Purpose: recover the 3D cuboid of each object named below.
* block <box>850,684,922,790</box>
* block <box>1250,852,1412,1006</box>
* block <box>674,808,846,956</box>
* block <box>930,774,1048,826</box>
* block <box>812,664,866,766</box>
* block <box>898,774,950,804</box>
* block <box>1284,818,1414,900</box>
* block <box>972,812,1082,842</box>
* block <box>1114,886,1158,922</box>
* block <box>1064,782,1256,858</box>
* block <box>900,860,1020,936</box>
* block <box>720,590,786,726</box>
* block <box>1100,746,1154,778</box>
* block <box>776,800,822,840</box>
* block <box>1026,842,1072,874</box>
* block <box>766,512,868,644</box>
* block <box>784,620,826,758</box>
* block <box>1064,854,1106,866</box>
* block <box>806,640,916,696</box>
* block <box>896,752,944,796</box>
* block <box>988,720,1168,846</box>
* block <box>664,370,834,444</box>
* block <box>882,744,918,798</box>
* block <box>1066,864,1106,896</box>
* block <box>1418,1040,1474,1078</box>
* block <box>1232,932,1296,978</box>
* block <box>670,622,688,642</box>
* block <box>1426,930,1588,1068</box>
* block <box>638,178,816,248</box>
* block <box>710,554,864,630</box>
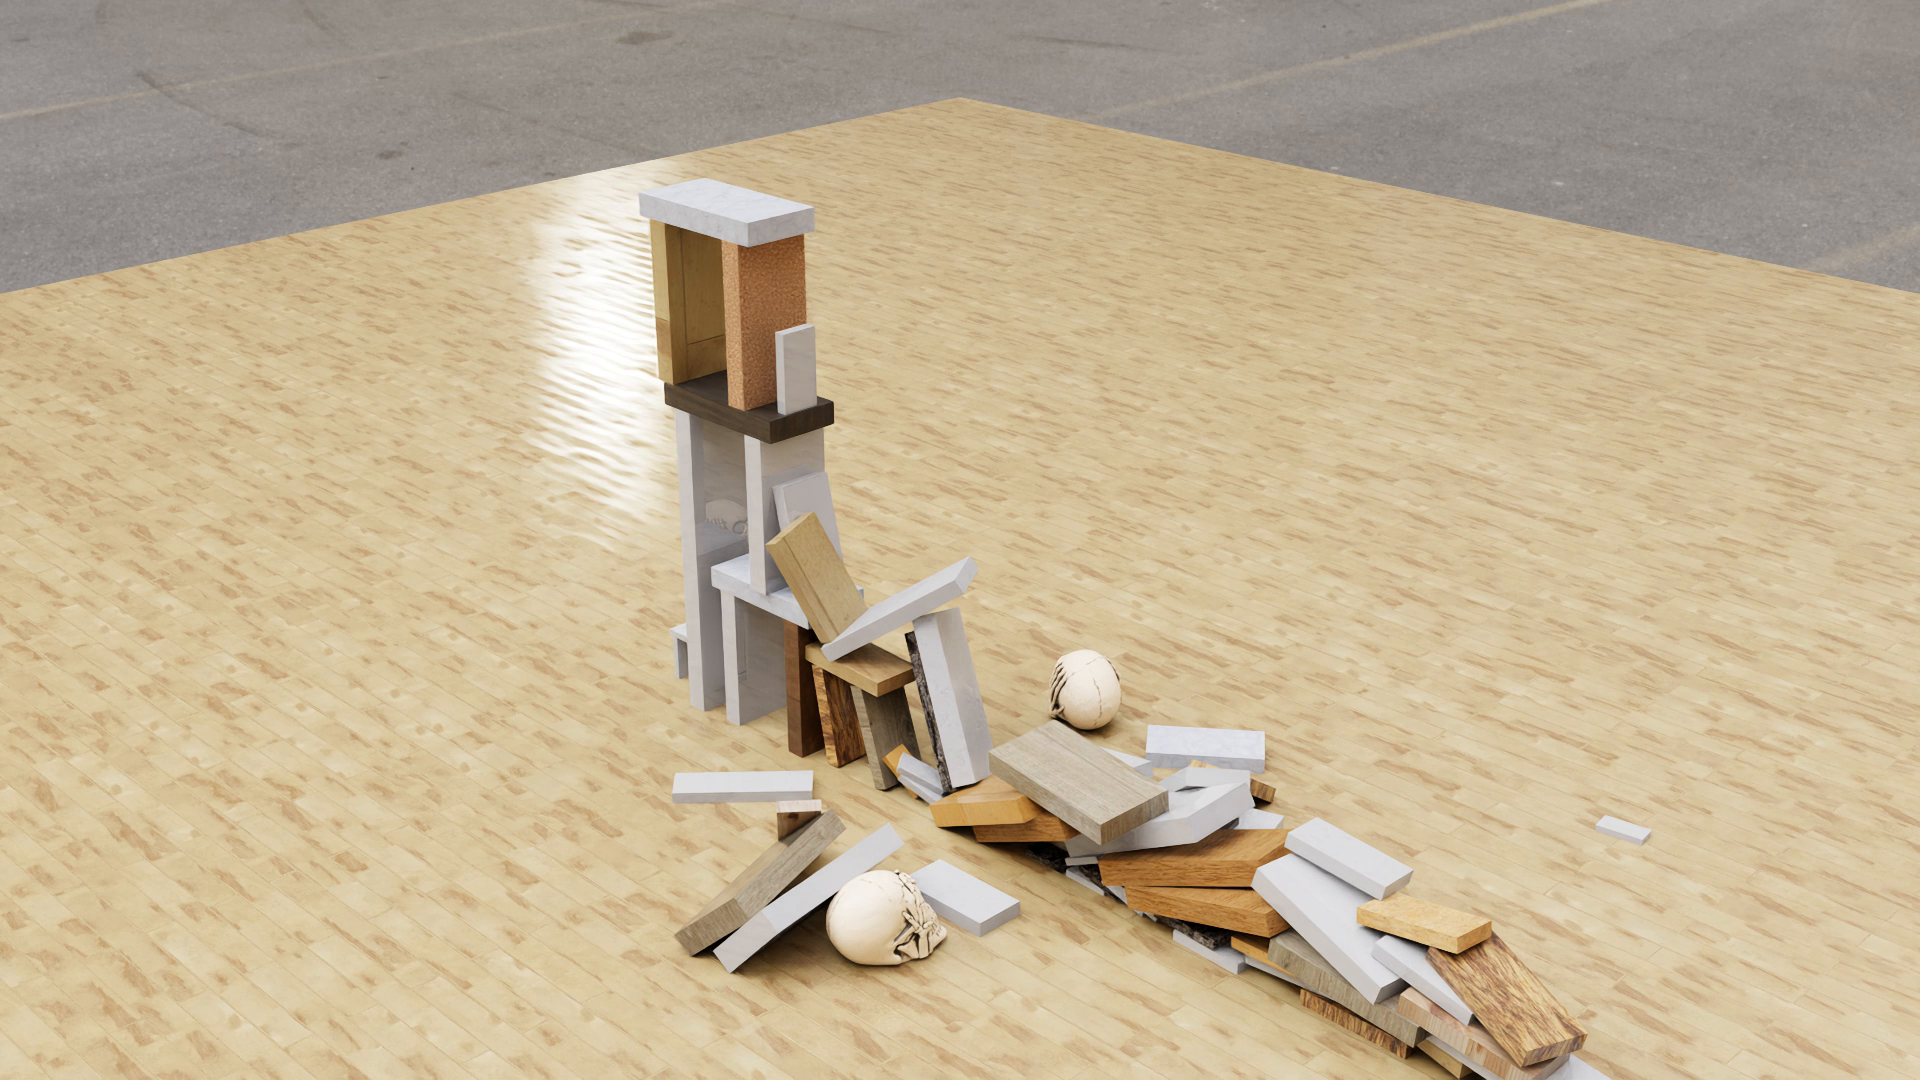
[{"bbox_3d":[-0.150,0.391,4.555,0.112,0.224,0.032,-22,13,-41],"label":"block"},{"bbox_3d":[0.660,0.653,3.773,0.153,0.043,0.305,-16,45,-35],"label":"block"},{"bbox_3d":[-0.366,0.631,4.077,0.176,0.050,0.352,-35,2,34],"label":"block"},{"bbox_3d":[0.094,0.505,4.308,0.164,0.047,0.329,-22,4,-31],"label":"block"},{"bbox_3d":[-0.244,0.352,4.640,0.032,0.224,0.112,8,22,45],"label":"block"},{"bbox_3d":[-0.073,0.504,4.489,0.105,0.015,0.053,36,30,4],"label":"block"},{"bbox_3d":[0.677,0.554,3.829,0.200,0.028,0.100,28,27,32],"label":"block"},{"bbox_3d":[0.174,0.529,4.250,0.164,0.047,0.328,-22,4,-30],"label":"block"},{"bbox_3d":[0.345,0.667,4.116,0.104,0.015,0.052,38,42,27],"label":"block"},{"bbox_3d":[0.370,0.527,4.136,0.172,0.049,0.345,-23,4,-40],"label":"block"},{"bbox_3d":[-0.001,0.672,4.138,0.212,0.030,0.106,21,31,41],"label":"block"},{"bbox_3d":[-0.441,0.235,4.807,0.044,0.312,0.156,21,31,41],"label":"block"},{"bbox_3d":[0.273,0.468,4.531,0.124,0.035,0.248,-15,13,-30],"label":"block"},{"bbox_3d":[-0.310,0.555,4.251,0.085,0.169,0.024,-2,54,-5],"label":"block"},{"bbox_3d":[0.181,0.617,4.288,0.049,0.014,0.099,-20,30,-39],"label":"block"},{"bbox_3d":[-0.292,0.077,4.510,0.034,0.242,0.121,-6,29,48],"label":"block"},{"bbox_3d":[-0.295,0.292,4.673,0.156,0.312,0.044,-21,31,-40],"label":"block"},{"bbox_3d":[0.250,0.603,4.196,0.049,0.014,0.099,-21,2,-35],"label":"block"},{"bbox_3d":[-0.205,0.254,4.548,0.112,0.032,0.224,-21,32,-40],"label":"block"},{"bbox_3d":[-0.077,0.478,4.491,0.105,0.015,0.053,29,30,-8],"label":"block"},{"bbox_3d":[0.220,0.451,4.127,0.164,0.047,0.328,-22,33,-31],"label":"block"},{"bbox_3d":[-0.441,-0.286,4.578,0.172,0.049,0.344,-21,31,-41],"label":"block"},{"bbox_3d":[-0.106,0.476,4.526,0.053,0.015,0.105,-35,81,-38],"label":"block"},{"bbox_3d":[0.257,0.648,4.215,0.050,0.014,0.099,-20,30,-39],"label":"block"},{"bbox_3d":[0.803,0.815,3.720,0.111,0.031,0.222,-15,33,-33],"label":"block"},{"bbox_3d":[0.562,0.723,3.884,0.076,0.022,0.153,-18,24,-36],"label":"block"},{"bbox_3d":[-0.602,0.215,4.968,0.104,0.015,0.052,21,31,41],"label":"block"},{"bbox_3d":[0.887,0.741,3.579,0.127,0.036,0.254,-8,36,-27],"label":"block"},{"bbox_3d":[-0.475,-0.667,4.462,0.174,0.049,0.347,-21,31,-41],"label":"block"},{"bbox_3d":[-0.368,0.100,4.670,0.156,0.044,0.312,-21,31,-41],"label":"block"}]
